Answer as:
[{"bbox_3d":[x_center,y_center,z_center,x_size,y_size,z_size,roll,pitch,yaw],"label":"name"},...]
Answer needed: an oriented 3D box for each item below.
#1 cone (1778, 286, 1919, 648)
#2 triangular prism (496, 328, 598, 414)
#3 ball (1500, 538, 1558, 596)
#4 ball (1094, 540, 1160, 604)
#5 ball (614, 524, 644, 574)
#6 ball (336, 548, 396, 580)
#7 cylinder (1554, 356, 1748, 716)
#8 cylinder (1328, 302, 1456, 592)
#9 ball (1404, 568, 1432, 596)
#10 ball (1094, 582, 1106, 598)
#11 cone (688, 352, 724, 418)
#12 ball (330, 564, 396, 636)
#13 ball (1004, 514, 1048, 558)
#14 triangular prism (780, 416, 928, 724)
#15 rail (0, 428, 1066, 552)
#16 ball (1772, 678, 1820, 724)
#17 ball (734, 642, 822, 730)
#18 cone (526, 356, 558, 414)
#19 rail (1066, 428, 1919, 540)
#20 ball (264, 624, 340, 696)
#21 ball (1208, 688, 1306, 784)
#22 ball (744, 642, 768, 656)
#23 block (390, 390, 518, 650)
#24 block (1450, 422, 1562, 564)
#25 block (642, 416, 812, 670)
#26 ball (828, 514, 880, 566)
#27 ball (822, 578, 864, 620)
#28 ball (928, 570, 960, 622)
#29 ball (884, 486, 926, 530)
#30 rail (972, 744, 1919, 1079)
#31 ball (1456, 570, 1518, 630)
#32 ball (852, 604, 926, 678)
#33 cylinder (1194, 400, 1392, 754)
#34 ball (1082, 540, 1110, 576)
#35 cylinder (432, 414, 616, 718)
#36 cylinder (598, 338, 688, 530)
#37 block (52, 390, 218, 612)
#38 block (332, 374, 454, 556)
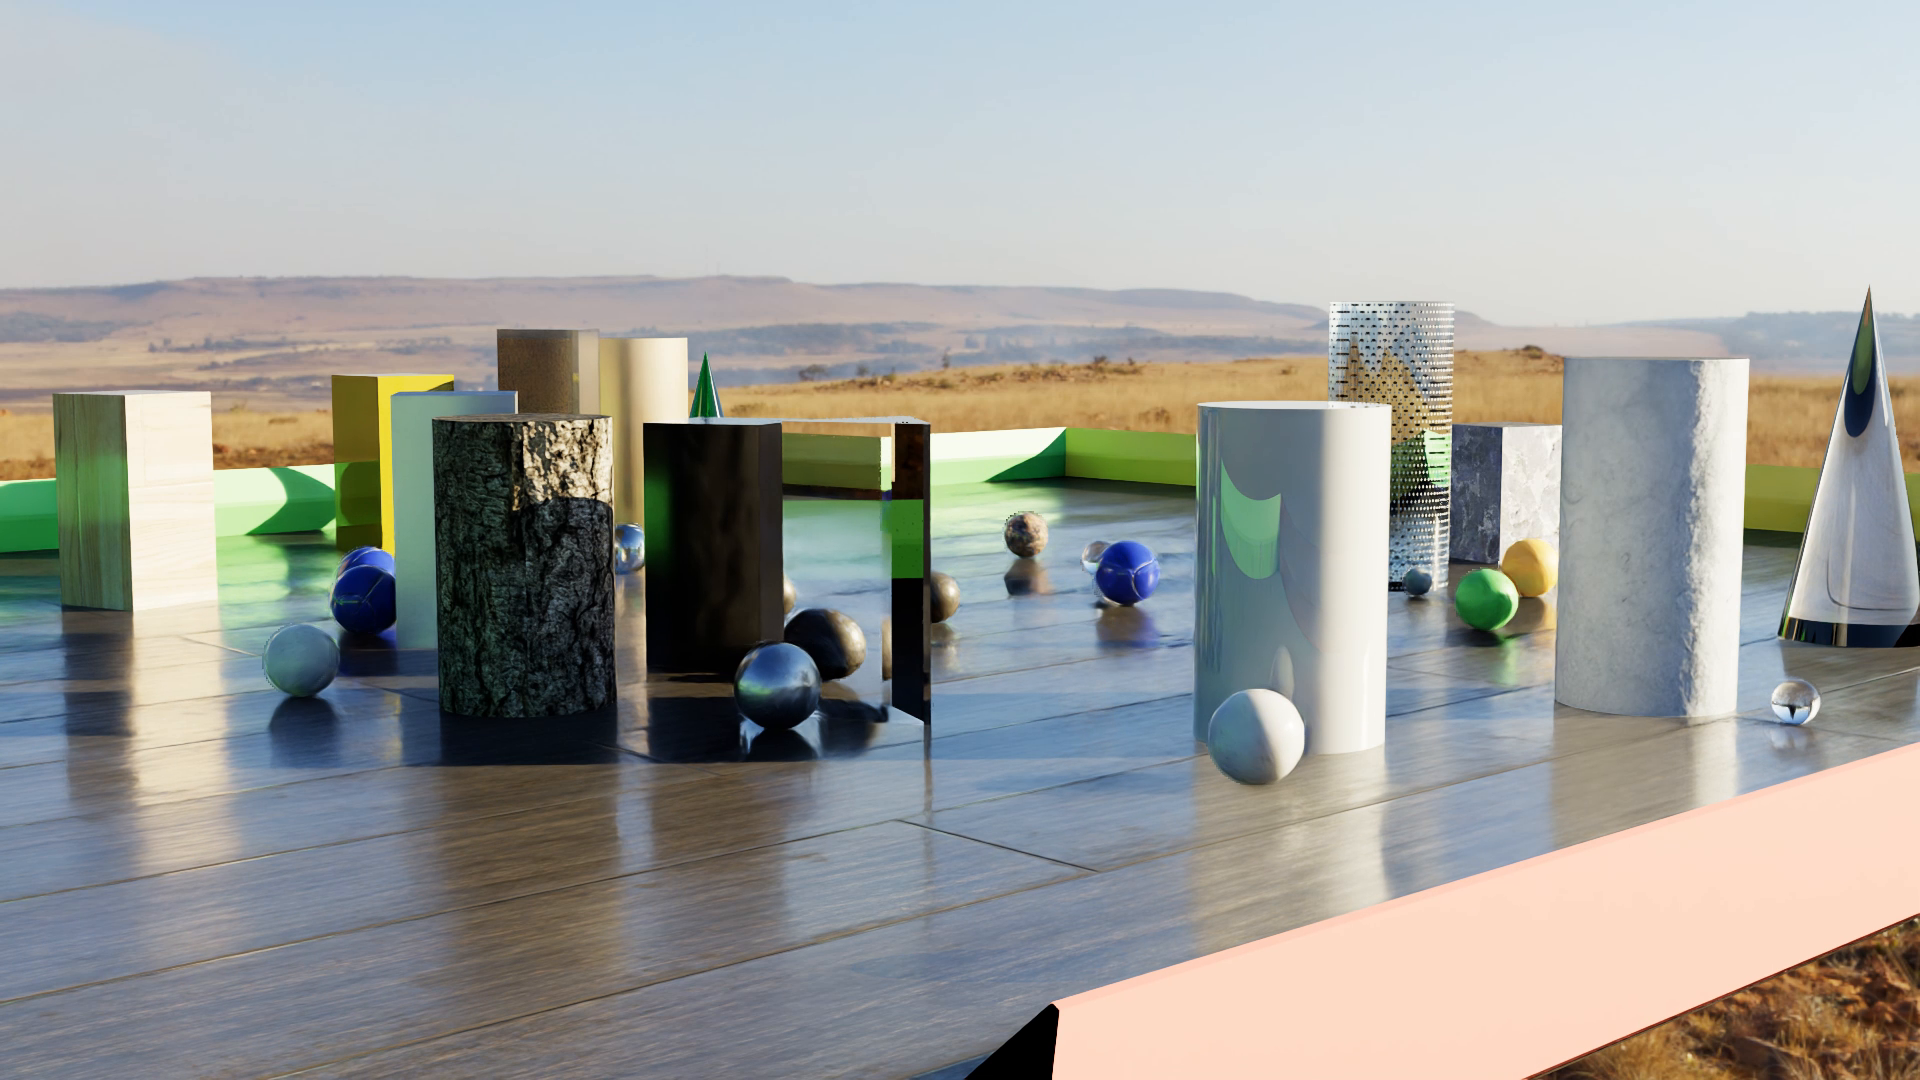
[{"bbox_3d":[1.228,-0.107,2.993,0.200,0.482,0.200,0,6,0],"label":"cone"},{"bbox_3d":[-0.655,-0.146,3.688,0.173,0.415,0.150,4,7,32],"label":"triangular prism"},{"bbox_3d":[0.892,0.043,3.436,0.091,0.091,0.091,0,6,0],"label":"ball"},{"bbox_3d":[0.254,0.049,3.343,0.098,0.098,0.098,0,6,0],"label":"ball"},{"bbox_3d":[-0.568,0.014,3.749,0.084,0.084,0.084,0,6,0],"label":"ball"},{"bbox_3d":[-0.871,0.060,3.244,0.098,0.098,0.098,0,6,0],"label":"ball"},{"bbox_3d":[0.784,-0.010,2.500,0.200,0.392,0.200,0,6,0],"label":"cylinder"},{"bbox_3d":[0.698,-0.157,3.577,0.200,0.460,0.200,0,6,0],"label":"cylinder"},{"bbox_3d":[0.719,0.066,3.451,0.044,0.044,0.044,0,6,0],"label":"ball"},{"bbox_3d":[0.230,0.070,3.429,0.041,0.041,0.041,0,6,0],"label":"ball"},{"bbox_3d":[-0.440,-0.142,3.829,0.200,0.379,0.200,0,6,0],"label":"cone"},{"bbox_3d":[-0.816,0.083,3.025,0.098,0.098,0.098,0,6,0],"label":"ball"},{"bbox_3d":[0.120,-0.009,3.986,0.081,0.081,0.081,0,6,0],"label":"ball"},{"bbox_3d":[-0.089,0.028,2.458,0.173,0.325,0.150,2,6,21],"label":"triangular prism"},{"bbox_3d":[-1.170,-0.097,4.593,4.007,0.130,0.045,-5,8,-42],"label":"rail"},{"bbox_3d":[0.904,0.175,2.378,0.049,0.049,0.049,0,6,0],"label":"ball"},{"bbox_3d":[-0.194,0.156,2.344,0.094,0.094,0.094,0,6,0],"label":"ball"},{"bbox_3d":[-0.846,-0.196,4.454,0.200,0.357,0.200,0,6,0],"label":"cone"},{"bbox_3d":[1.455,-0.105,4.667,0.045,0.130,3.498,-5,8,-42],"label":"rail"},{"bbox_3d":[-0.763,0.139,2.551,0.084,0.084,0.084,0,6,0],"label":"ball"},{"bbox_3d":[0.280,0.185,2.074,0.091,0.091,0.091,0,6,0],"label":"ball"},{"bbox_3d":[-0.213,0.151,2.486,0.074,0.074,0.074,0,6,0],"label":"ball"},{"bbox_3d":[-0.679,-0.032,2.980,0.160,0.334,0.160,-1,6,-10],"label":"block"},{"bbox_3d":[0.983,-0.088,3.973,0.160,0.242,0.160,-3,7,-29],"label":"block"},{"bbox_3d":[-0.293,0.001,2.805,0.160,0.306,0.160,2,6,20],"label":"block"},{"bbox_3d":[-0.185,-0.001,3.862,0.091,0.091,0.091,0,6,0],"label":"ball"},{"bbox_3d":[-0.170,0.086,3.175,0.061,0.061,0.061,0,6,0],"label":"ball"},{"bbox_3d":[-0.037,0.081,3.156,0.074,0.074,0.074,0,6,0],"label":"ball"},{"bbox_3d":[-0.112,-0.064,4.482,0.089,0.089,0.089,0,6,0],"label":"ball"},{"bbox_3d":[1.170,0.165,2.071,4.007,0.130,0.045,-5,8,-42],"label":"rail"},{"bbox_3d":[0.736,0.084,3.075,0.086,0.086,0.086,0,6,0],"label":"ball"},{"bbox_3d":[-0.087,0.123,2.683,0.089,0.089,0.089,0,6,0],"label":"ball"},{"bbox_3d":[0.345,0.033,2.295,0.200,0.348,0.200,0,6,0],"label":"cylinder"},{"bbox_3d":[0.236,0.032,3.696,0.061,0.061,0.061,0,6,0],"label":"ball"},{"bbox_3d":[-0.494,0.023,2.500,0.200,0.325,0.200,0,6,0],"label":"cylinder"},{"bbox_3d":[-0.611,-0.182,4.134,0.200,0.395,0.200,0,6,0],"label":"cylinder"},{"bbox_3d":[-1.261,-0.065,3.367,0.160,0.321,0.160,3,7,29],"label":"block"},{"bbox_3d":[-1.055,-0.144,4.103,0.160,0.327,0.160,6,8,43],"label":"block"}]
